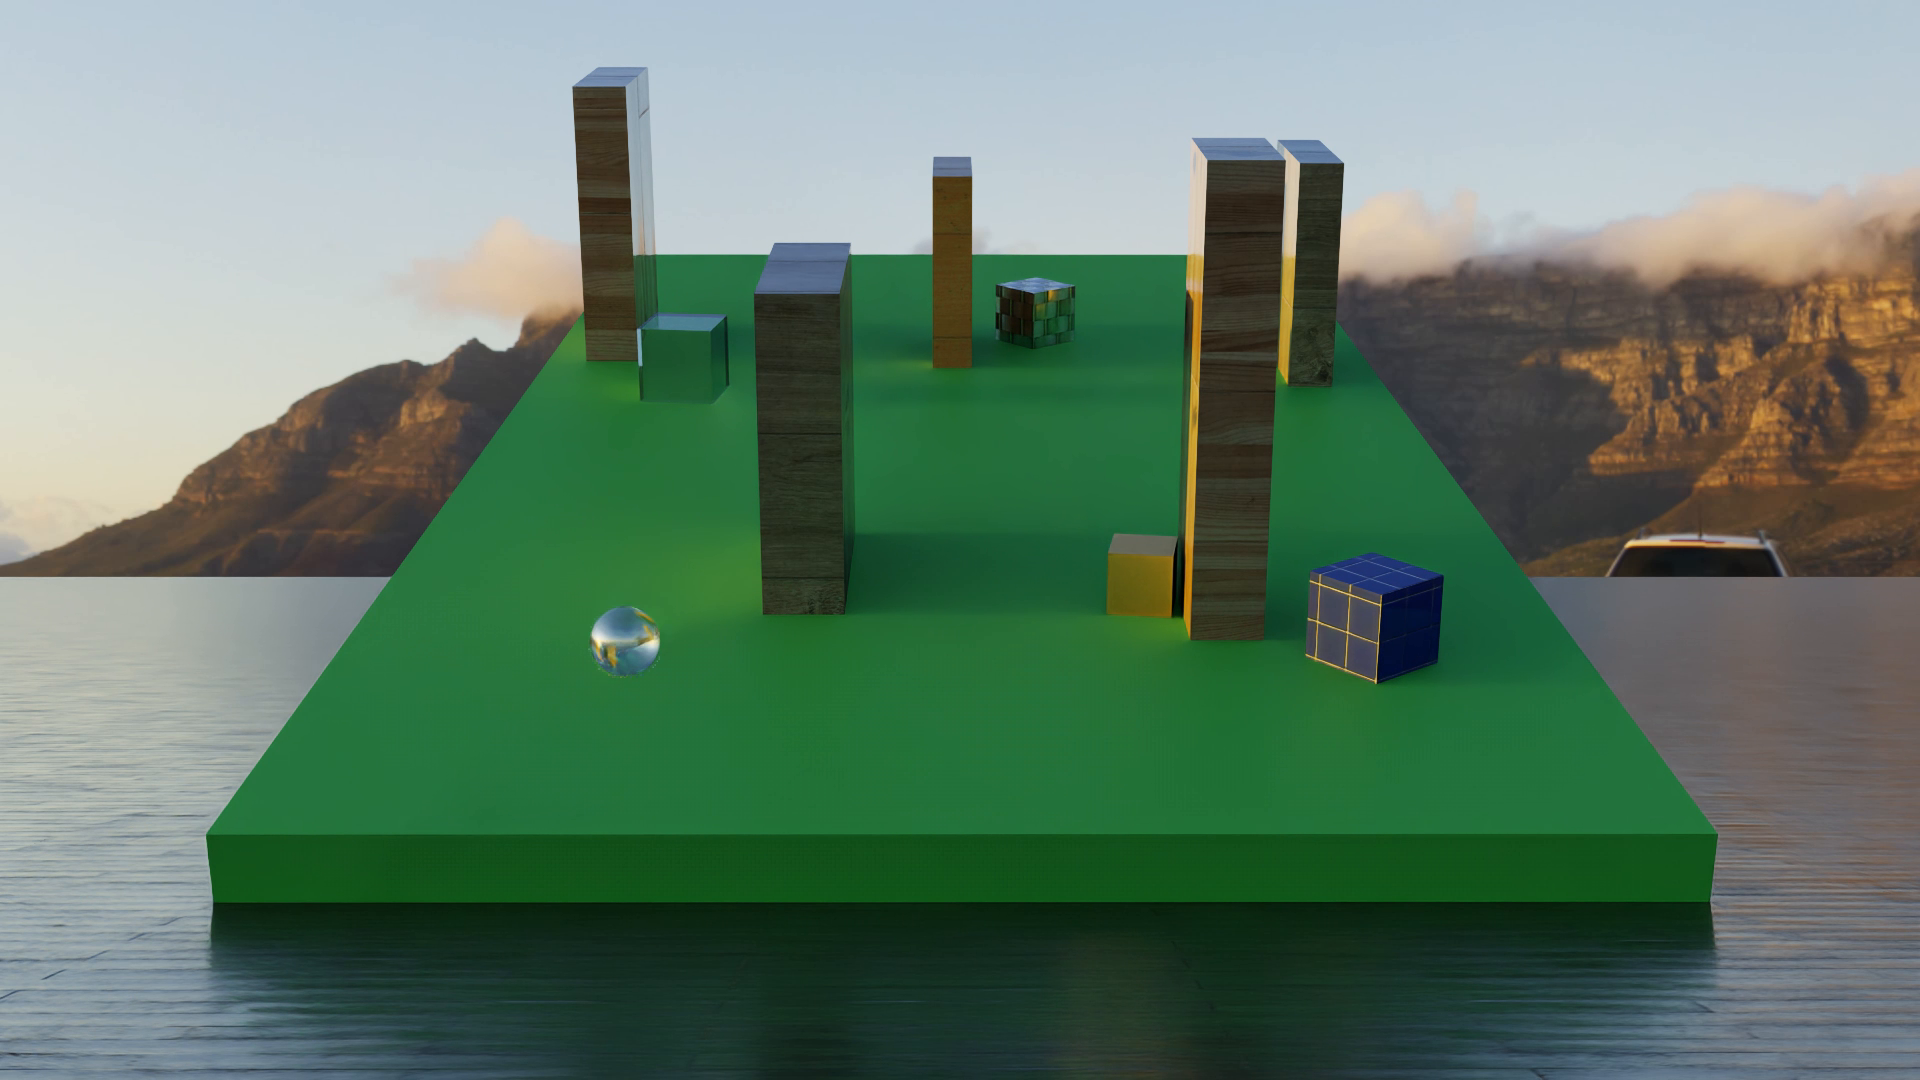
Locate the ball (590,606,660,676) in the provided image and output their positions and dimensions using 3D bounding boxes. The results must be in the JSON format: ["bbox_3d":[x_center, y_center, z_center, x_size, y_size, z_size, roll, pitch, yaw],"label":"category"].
[{"bbox_3d":[-0.521,0.158,3.488,0.109,0.109,0.109,0,-1,0],"label":"ball"}]

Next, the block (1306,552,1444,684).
[{"bbox_3d":[0.655,0.122,3.543,0.147,0.147,0.147,-14,23,-37],"label":"block"}]

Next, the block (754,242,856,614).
[{"bbox_3d":[-0.263,-0.204,3.886,0.137,0.547,0.440,0,18,0],"label":"block"}]

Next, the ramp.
[{"bbox_3d":[-0.004,-0.189,4.878,2.000,0.100,4.000,0,18,0],"label":"ramp"}]

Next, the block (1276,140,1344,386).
[{"bbox_3d":[0.819,-0.663,5.328,0.101,0.521,0.370,0,18,0],"label":"block"}]

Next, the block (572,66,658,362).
[{"bbox_3d":[-0.849,-0.814,5.556,0.125,0.662,0.407,0,18,0],"label":"block"}]

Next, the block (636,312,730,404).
[{"bbox_3d":[-0.633,-0.418,5.140,0.169,0.169,0.169,2,18,7],"label":"block"}]

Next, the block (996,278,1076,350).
[{"bbox_3d":[0.190,-0.575,5.663,0.142,0.142,0.142,-15,23,-38],"label":"block"}]

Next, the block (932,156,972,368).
[{"bbox_3d":[-0.019,-0.684,5.483,0.094,0.461,0.313,0,18,0],"label":"block"}]

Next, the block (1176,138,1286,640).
[{"bbox_3d":[0.435,-0.245,3.642,0.120,0.780,0.240,0,18,0],"label":"block"}]

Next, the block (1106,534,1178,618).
[{"bbox_3d":[0.309,0.060,3.789,0.109,0.109,0.109,3,18,9],"label":"block"}]
